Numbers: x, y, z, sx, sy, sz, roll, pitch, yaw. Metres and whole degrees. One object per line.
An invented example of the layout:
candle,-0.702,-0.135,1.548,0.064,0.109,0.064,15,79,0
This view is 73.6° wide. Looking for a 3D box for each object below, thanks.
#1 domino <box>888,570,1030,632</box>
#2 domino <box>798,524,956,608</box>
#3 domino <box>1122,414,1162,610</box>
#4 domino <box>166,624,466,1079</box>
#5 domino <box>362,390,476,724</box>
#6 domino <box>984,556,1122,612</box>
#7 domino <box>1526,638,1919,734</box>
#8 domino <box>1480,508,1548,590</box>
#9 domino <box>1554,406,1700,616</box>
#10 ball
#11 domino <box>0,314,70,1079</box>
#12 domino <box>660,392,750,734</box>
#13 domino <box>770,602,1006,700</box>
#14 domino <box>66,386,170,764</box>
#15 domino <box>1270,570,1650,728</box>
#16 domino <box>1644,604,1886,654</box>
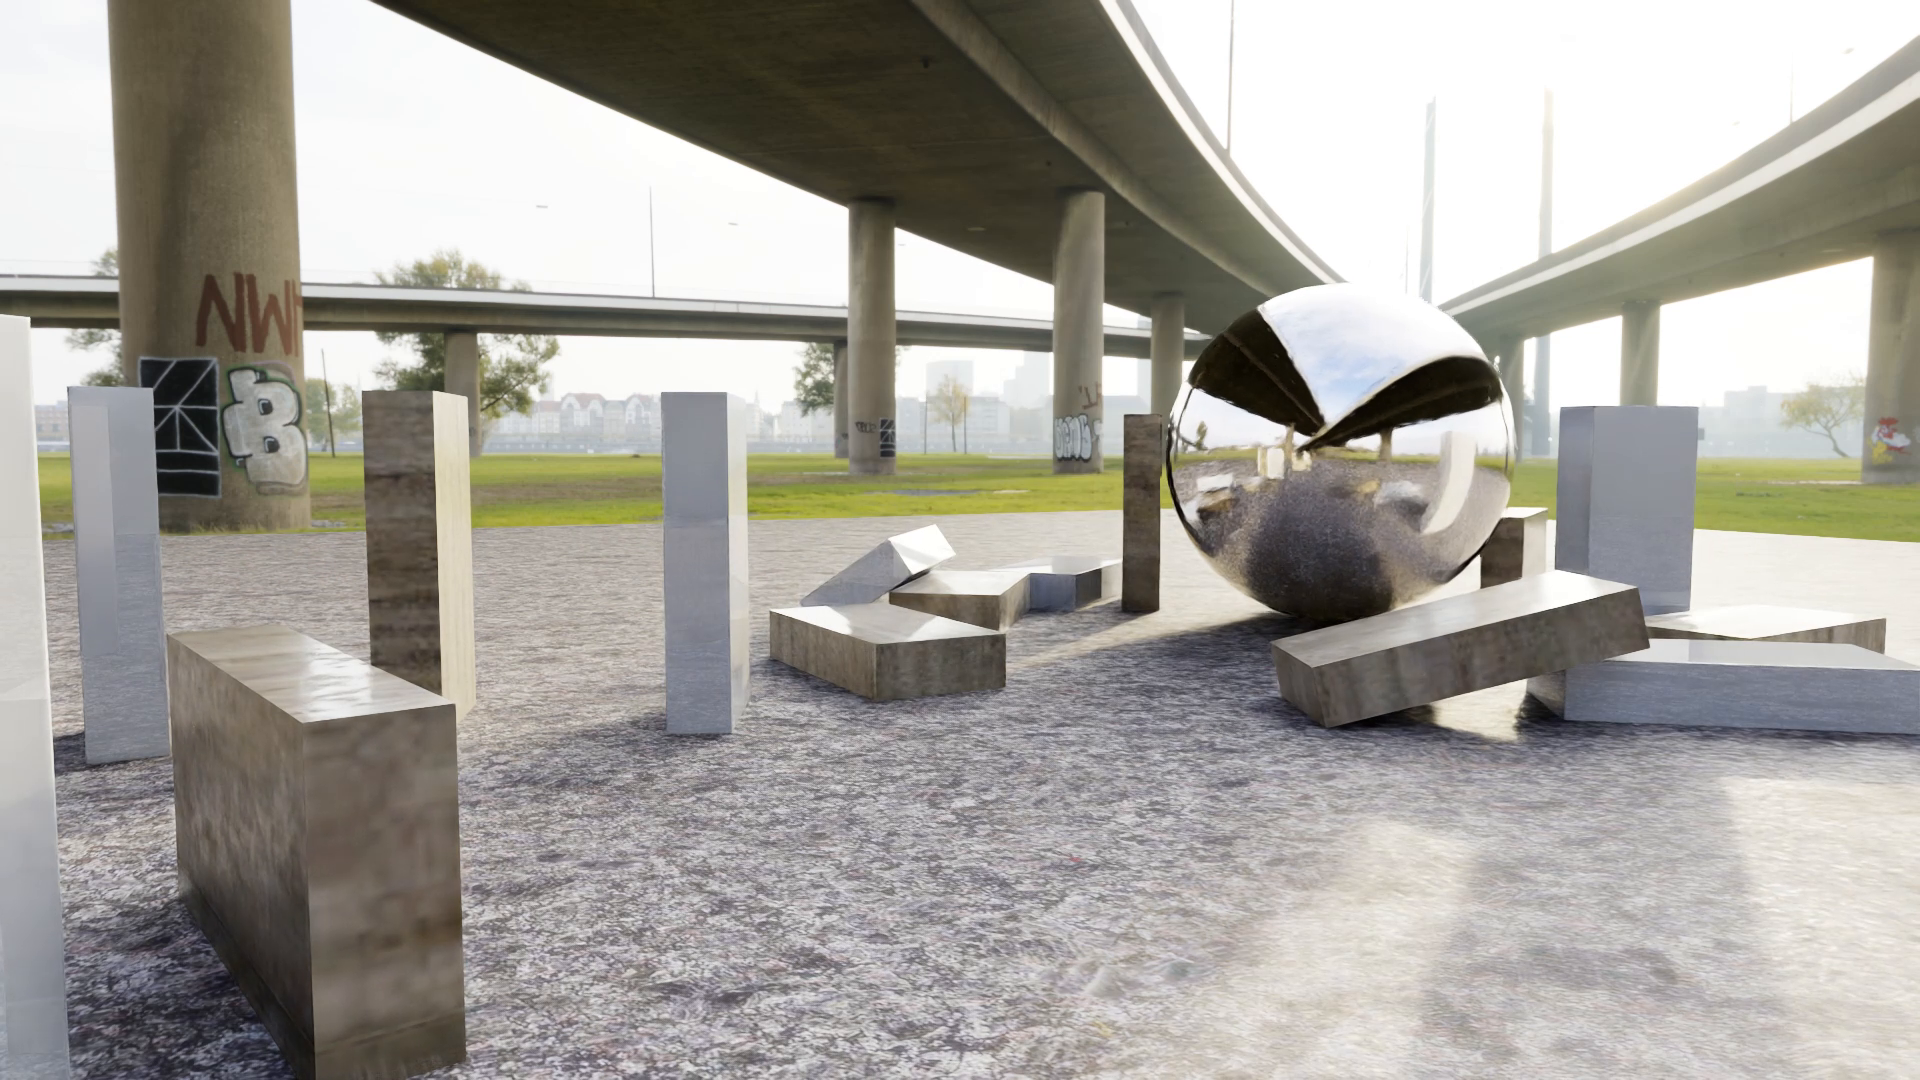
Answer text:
domino,0.001,0.015,0.308,0.025,0.010,0.050,1,4,11
domino,-0.018,0.009,0.305,0.025,0.010,0.050,-35,-3,11
domino,0.048,-0.008,0.338,0.009,0.050,0.025,1,4,7
domino,-0.054,0.022,0.104,0.010,0.025,0.050,-4,6,-40
domino,-0.082,0.003,0.195,0.010,0.050,0.025,-1,4,-10
domino,0.028,0.011,0.353,0.025,0.010,0.050,2,5,24
domino,0.120,0.022,0.205,0.050,0.010,0.025,1,4,11
domino,0.143,0.005,0.331,0.010,0.025,0.050,3,5,30
domino,0.134,-0.002,0.259,0.025,0.050,0.009,-1,4,-15
ball,0.090,-0.020,0.306,0.080,0.080,0.080,0,4,0
domino,-0.063,0.012,0.067,0.010,0.050,0.025,1,4,15
domino,-0.039,0.003,0.199,0.010,0.050,0.025,0,4,-3
domino,-0.015,0.020,0.240,0.025,0.009,0.050,-2,5,-29
domino,-0.119,0.004,0.181,0.010,0.050,0.025,-3,5,-32
domino,0.078,0.017,0.204,0.050,0.010,0.025,-14,4,0
domino,0.149,0.020,0.242,0.050,0.010,0.025,-3,5,-32
